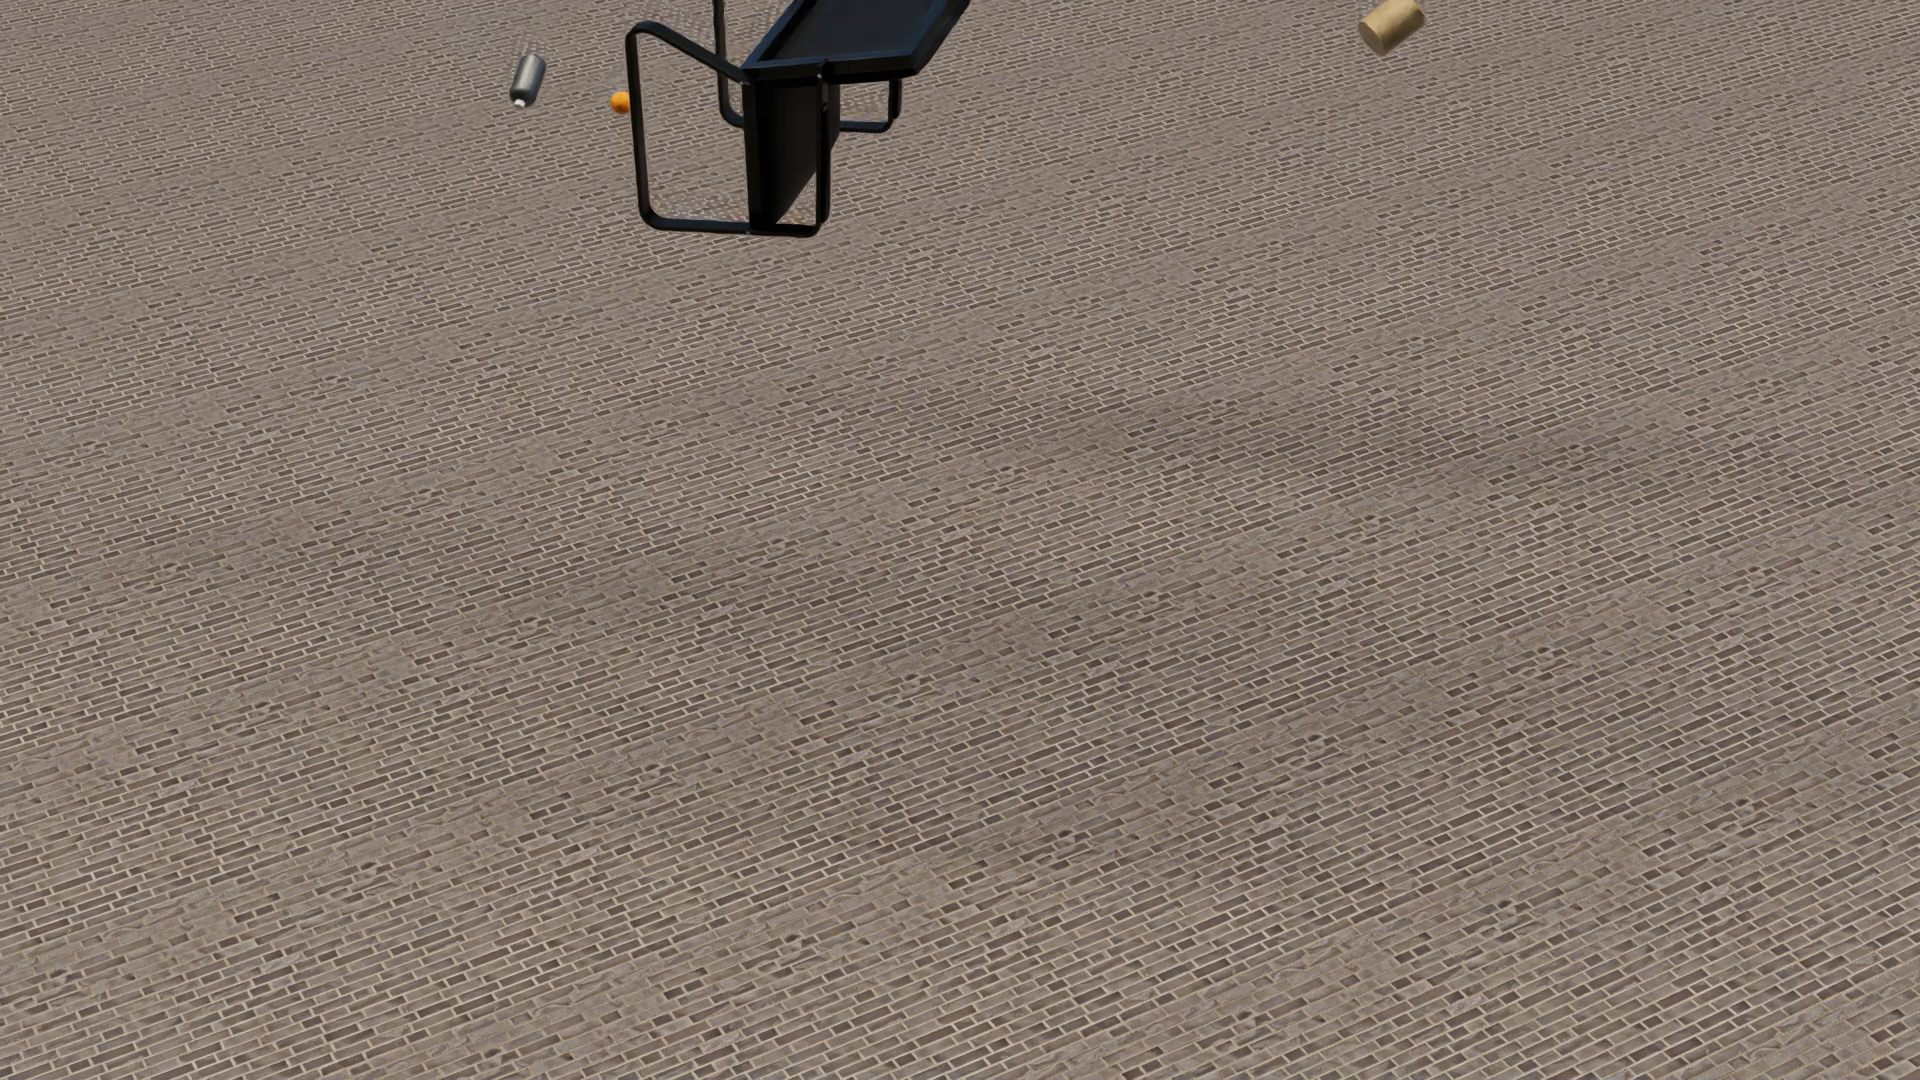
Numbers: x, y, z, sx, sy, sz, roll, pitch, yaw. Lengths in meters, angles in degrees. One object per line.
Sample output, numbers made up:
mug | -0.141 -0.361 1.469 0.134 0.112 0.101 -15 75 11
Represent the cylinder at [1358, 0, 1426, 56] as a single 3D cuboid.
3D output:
cylinder | 1.272 -1.524 8.652 0.148 0.128 0.180 -37 4 -1
